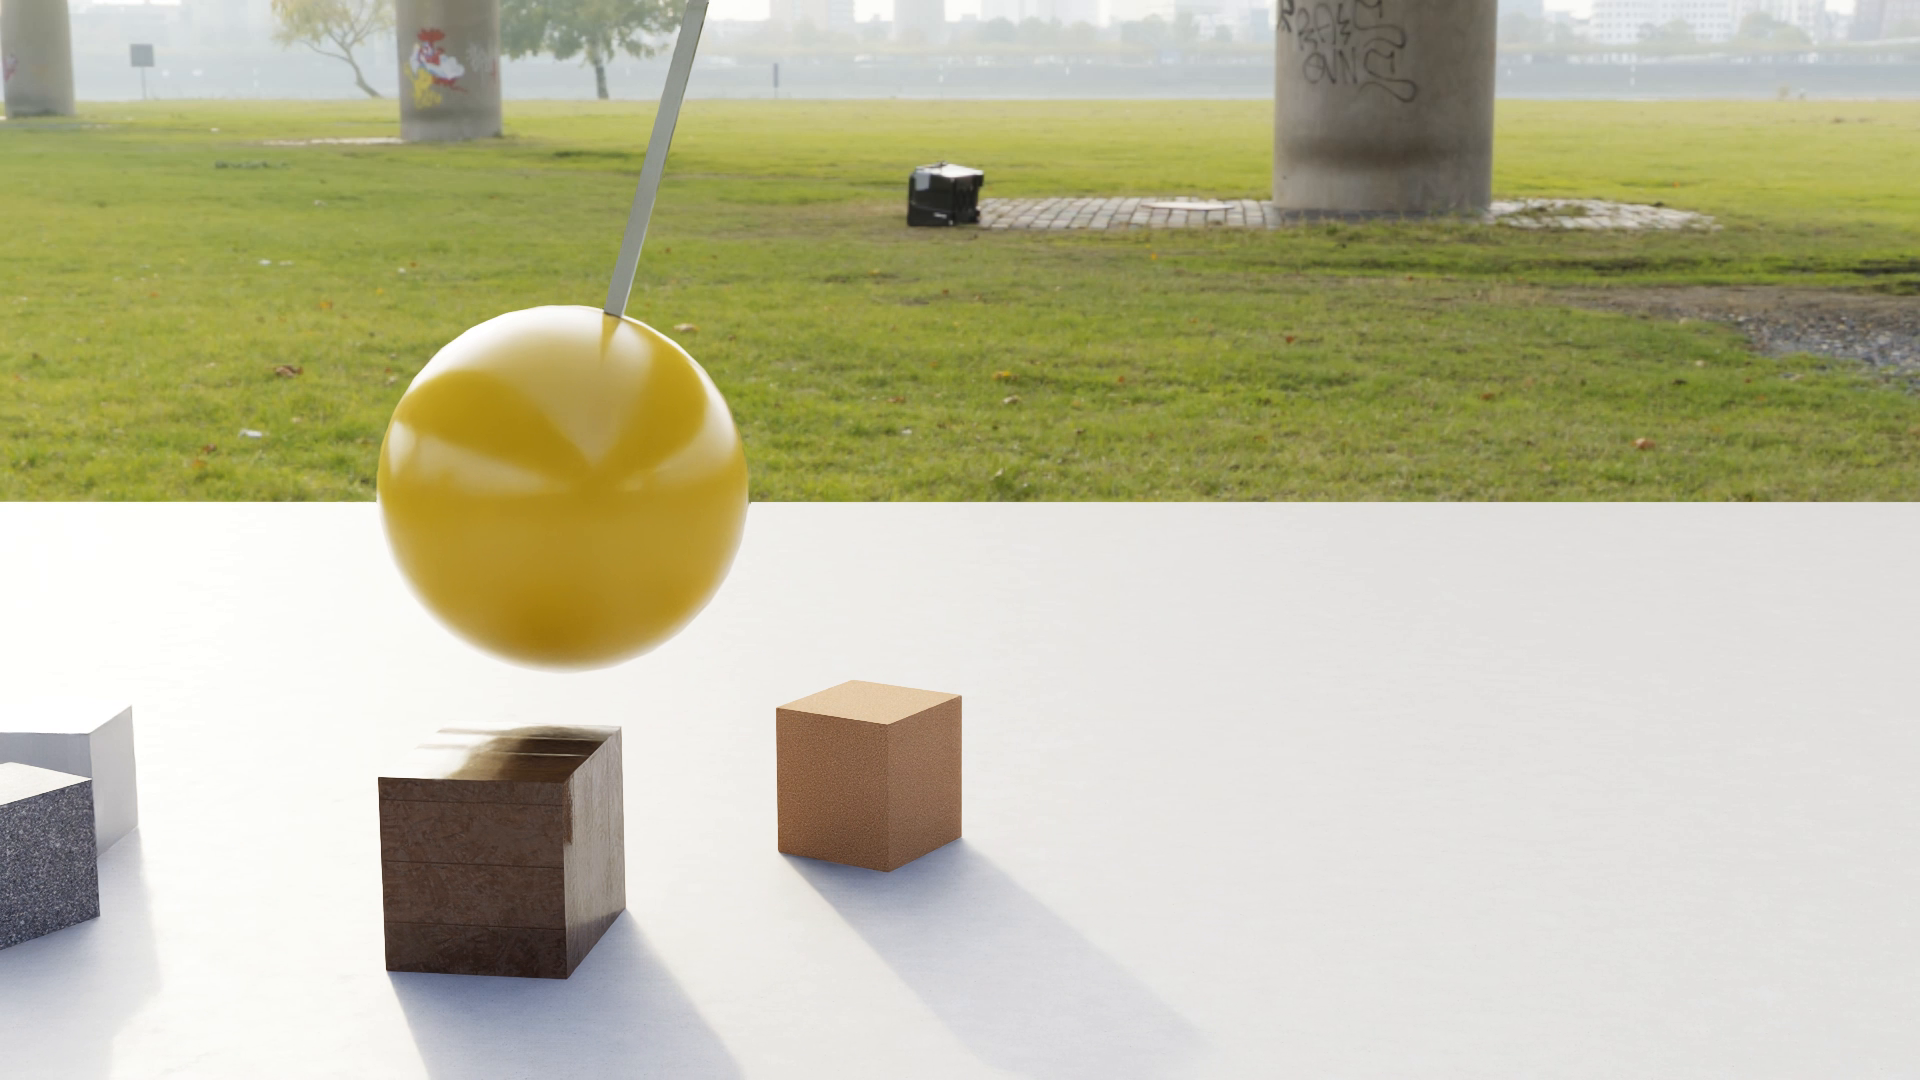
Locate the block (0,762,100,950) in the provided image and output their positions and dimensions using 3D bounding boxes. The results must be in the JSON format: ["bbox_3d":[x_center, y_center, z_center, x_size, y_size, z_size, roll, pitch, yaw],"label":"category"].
[{"bbox_3d":[-4.006,1.315,10.658,0.513,0.598,0.605,6,12,31],"label":"block"}]

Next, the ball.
[{"bbox_3d":[-1.716,-0.218,11.141,1.600,1.600,1.600,0,10,0],"label":"ball"}]

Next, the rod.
[{"bbox_3d":[-0.744,-3.424,10.558,0.080,5.200,0.080,16,10,-3],"label":"rod"}]

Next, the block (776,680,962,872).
[{"bbox_3d":[-0.412,1.070,11.781,0.601,0.679,0.635,6,12,30],"label":"block"}]

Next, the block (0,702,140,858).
[{"bbox_3d":[-4.164,1.103,11.852,0.530,0.589,0.531,0,10,3],"label":"block"}]

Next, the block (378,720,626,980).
[{"bbox_3d":[-1.851,1.246,10.488,0.741,0.797,0.896,1,10,7],"label":"block"}]
